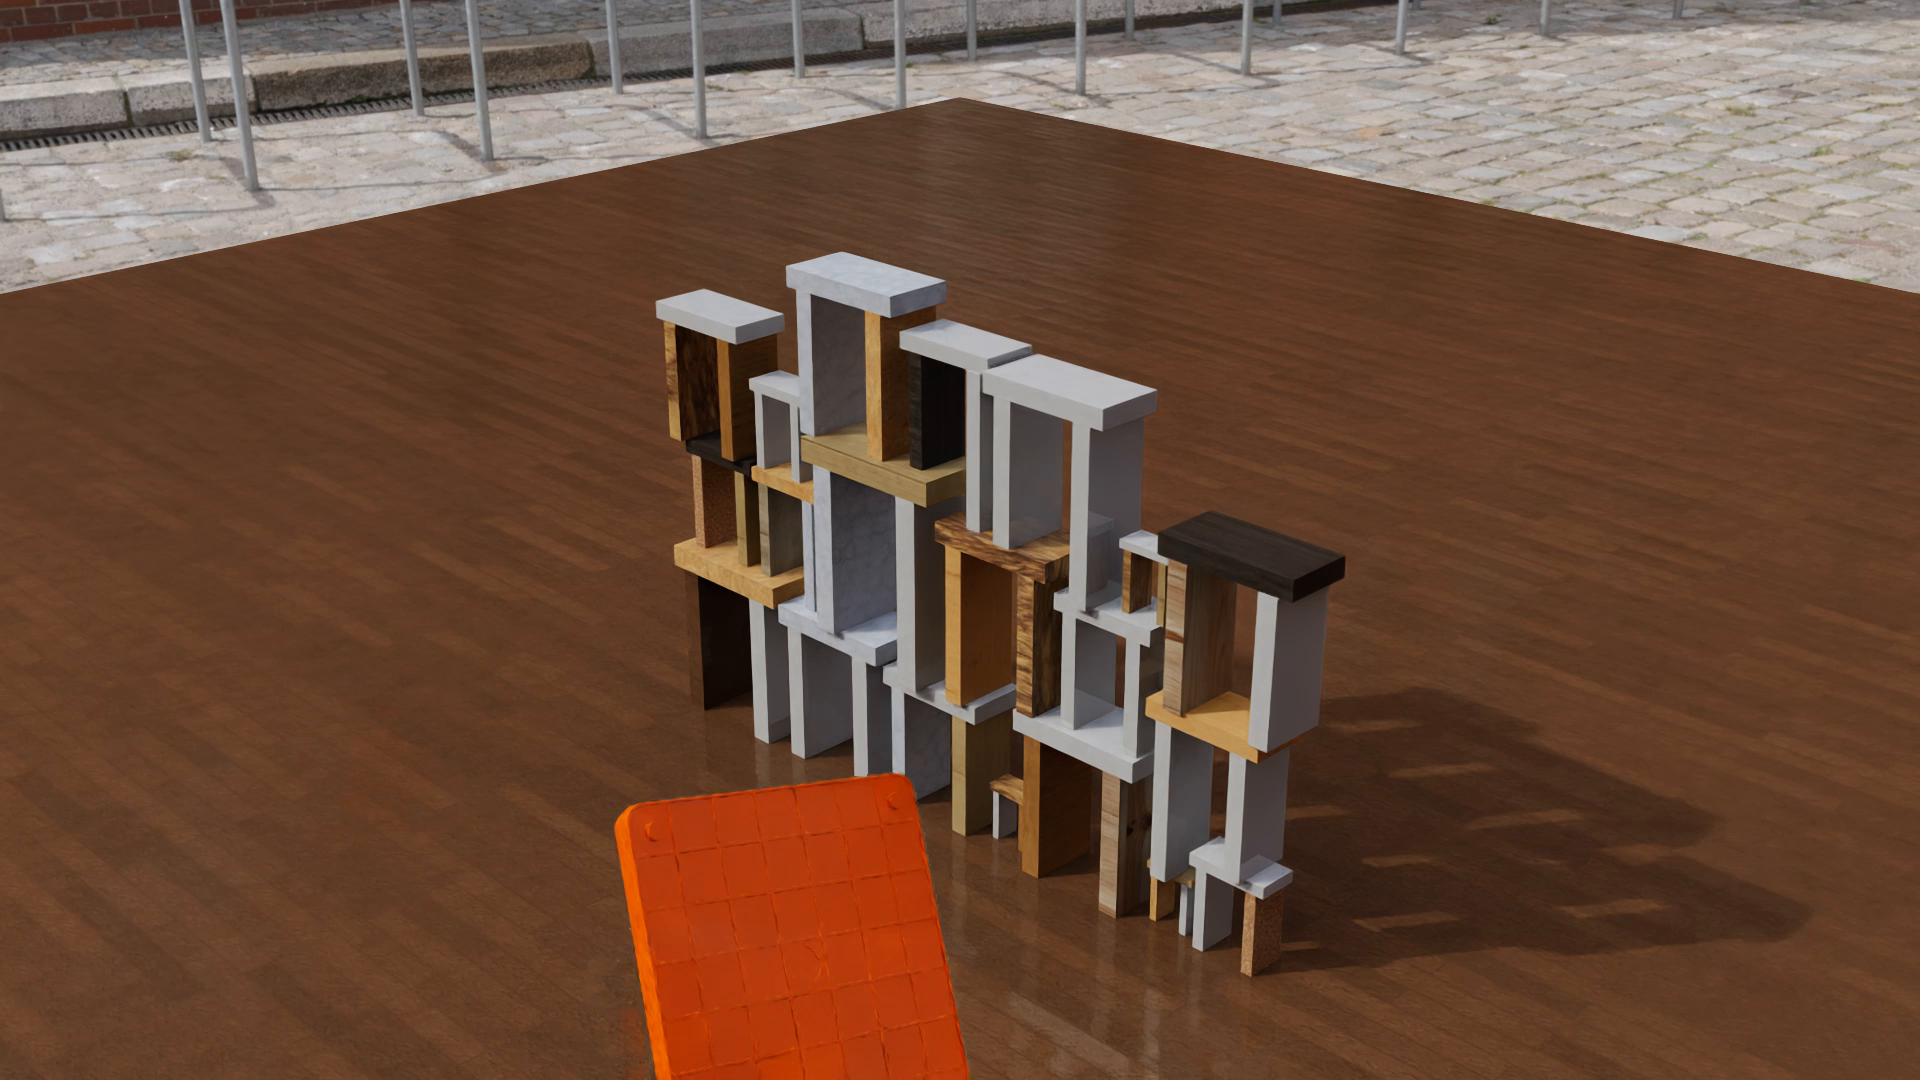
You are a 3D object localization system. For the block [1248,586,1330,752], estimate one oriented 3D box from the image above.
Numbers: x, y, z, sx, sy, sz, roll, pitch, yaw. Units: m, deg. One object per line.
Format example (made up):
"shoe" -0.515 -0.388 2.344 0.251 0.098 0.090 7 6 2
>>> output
"block" 0.554 0.202 3.702 0.143 0.285 0.040 -21 31 -40

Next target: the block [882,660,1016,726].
"block" -0.018 0.288 4.373 0.258 0.037 0.129 21 31 41

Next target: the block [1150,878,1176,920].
"block" 0.377 0.651 4.091 0.015 0.106 0.053 21 31 41

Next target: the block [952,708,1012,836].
"block" 0.043 0.448 4.375 0.037 0.258 0.129 21 31 41

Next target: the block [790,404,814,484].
"block" -0.305 -0.205 4.472 0.023 0.165 0.082 21 31 41

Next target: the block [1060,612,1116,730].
"block" 0.238 0.226 4.066 0.033 0.230 0.115 21 31 41

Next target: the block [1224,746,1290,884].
"block" 0.520 0.466 3.853 0.035 0.249 0.125 21 31 41

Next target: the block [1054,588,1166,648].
"block" 0.292 0.127 3.965 0.229 0.033 0.115 21 31 41

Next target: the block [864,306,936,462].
"block" -0.112 -0.310 4.212 0.041 0.293 0.146 21 31 41

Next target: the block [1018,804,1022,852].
"block" 0.138 0.556 4.317 0.015 0.104 0.052 21 31 41

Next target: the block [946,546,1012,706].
"block" 0.037 0.146 4.243 0.040 0.328 0.142 21 31 40

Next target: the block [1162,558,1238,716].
"block" 0.419 0.149 3.827 0.040 0.285 0.143 21 31 40

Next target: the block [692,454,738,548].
"block" -0.524 -0.097 4.758 0.030 0.211 0.106 21 31 40

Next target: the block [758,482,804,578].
"block" -0.371 -0.035 4.619 0.029 0.206 0.103 21 31 41

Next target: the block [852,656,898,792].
"block" -0.151 0.357 4.539 0.042 0.297 0.148 21 31 41

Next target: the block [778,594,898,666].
"block" -0.221 0.173 4.538 0.297 0.042 0.148 21 31 41

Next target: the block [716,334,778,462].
"block" -0.438 -0.305 4.569 0.037 0.259 0.130 21 31 40

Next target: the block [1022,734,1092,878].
"block" 0.188 0.488 4.231 0.042 0.297 0.148 21 31 41

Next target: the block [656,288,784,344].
"block" -0.499 -0.465 4.569 0.259 0.037 0.130 21 31 40

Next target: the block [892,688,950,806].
"block" -0.079 0.400 4.487 0.037 0.258 0.129 21 31 41

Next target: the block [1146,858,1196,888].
"block" 0.402 0.605 4.044 0.106 0.015 0.053 21 31 41

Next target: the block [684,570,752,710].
"block" -0.524 0.197 4.875 0.047 0.329 0.164 21 31 41

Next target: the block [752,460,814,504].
"block" -0.323 -0.124 4.528 0.206 0.029 0.103 21 31 41

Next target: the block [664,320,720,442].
"block" -0.561 -0.353 4.682 0.037 0.259 0.130 21 31 41

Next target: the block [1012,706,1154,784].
"block" 0.258 0.359 4.100 0.297 0.042 0.148 21 31 41

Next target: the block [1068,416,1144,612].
"block" 0.260 -0.058 3.912 0.144 0.349 0.041 -21 31 -40

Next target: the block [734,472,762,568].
"block" -0.424 -0.058 4.667 0.030 0.211 0.106 21 31 41

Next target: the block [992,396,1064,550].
"block" 0.125 -0.139 4.024 0.041 0.287 0.144 21 31 40

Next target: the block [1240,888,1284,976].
"block" 0.541 0.687 3.926 0.024 0.167 0.084 21 31 41

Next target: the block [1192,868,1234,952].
"block" 0.462 0.657 3.999 0.024 0.167 0.084 21 31 41

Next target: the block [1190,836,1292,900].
"block" 0.501 0.584 3.925 0.084 0.024 0.167 -21 31 -40

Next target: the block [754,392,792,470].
"block" -0.383 -0.236 4.543 0.023 0.165 0.082 21 31 41

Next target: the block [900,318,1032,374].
"block" 0.010 -0.358 4.067 0.115 0.033 0.230 -21 31 -40

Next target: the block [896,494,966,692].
"block" -0.042 0.083 4.301 0.050 0.399 0.177 21 31 41

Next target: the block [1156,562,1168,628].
"block" 0.373 0.088 3.861 0.017 0.120 0.060 21 31 41

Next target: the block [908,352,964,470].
"block" -0.043 -0.257 4.168 0.033 0.230 0.115 21 31 41

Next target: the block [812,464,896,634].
"block" -0.210 -0.003 4.446 0.050 0.355 0.177 21 31 41

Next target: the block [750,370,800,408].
"block" -0.344 -0.307 4.471 0.082 0.023 0.165 -21 31 -41

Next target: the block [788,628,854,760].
"block" -0.291 0.302 4.668 0.042 0.297 0.148 21 31 41

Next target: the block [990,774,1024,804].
"block" 0.114 0.491 4.316 0.104 0.015 0.052 21 31 41

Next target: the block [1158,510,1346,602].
"block" 0.489 0.025 3.702 0.285 0.040 0.143 21 31 40

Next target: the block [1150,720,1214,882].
"block" 0.402 0.452 3.976 0.035 0.319 0.125 21 31 41

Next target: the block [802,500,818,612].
"block" -0.274 0.020 4.536 0.103 0.242 0.029 -21 31 -41

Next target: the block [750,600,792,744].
"block" -0.369 0.258 4.733 0.047 0.328 0.164 21 31 41

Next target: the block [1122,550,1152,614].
"block" 0.316 0.066 3.913 0.060 0.120 0.017 -21 31 -41

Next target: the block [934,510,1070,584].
"block" 0.103 0.003 4.108 0.283 0.040 0.142 21 31 40

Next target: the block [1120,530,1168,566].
"block" 0.345 0.014 3.861 0.060 0.017 0.120 -21 31 -41

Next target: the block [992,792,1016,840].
"block" 0.089 0.537 4.362 0.015 0.104 0.052 21 31 41

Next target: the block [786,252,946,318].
"block" -0.181 -0.491 4.211 0.292 0.041 0.146 21 31 41

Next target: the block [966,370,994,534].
"block" 0.062 -0.176 4.080 0.033 0.312 0.115 19 30 38

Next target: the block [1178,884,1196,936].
"block" 0.427 0.670 4.045 0.015 0.106 0.053 21 31 41

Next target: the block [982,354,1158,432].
"block" 0.193 -0.264 3.898 0.287 0.041 0.144 21 31 41

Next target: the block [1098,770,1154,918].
"block" 0.328 0.542 4.102 0.042 0.297 0.148 21 31 41

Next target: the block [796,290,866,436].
"block" -0.250 -0.364 4.339 0.041 0.292 0.146 21 31 41

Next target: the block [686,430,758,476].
"block" -0.474 -0.189 4.665 0.211 0.030 0.106 21 31 41

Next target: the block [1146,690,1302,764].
"block" 0.461 0.312 3.852 0.249 0.035 0.125 21 31 41

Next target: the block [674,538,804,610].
"block" -0.447 0.055 4.731 0.329 0.047 0.164 21 31 41

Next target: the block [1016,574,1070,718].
"block" 0.170 0.178 4.110 0.040 0.283 0.142 21 31 41

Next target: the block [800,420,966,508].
"block" -0.126 -0.157 4.290 0.355 0.050 0.177 21 31 41

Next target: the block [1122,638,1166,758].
"block" 0.347 0.268 3.967 0.033 0.229 0.115 21 31 41
